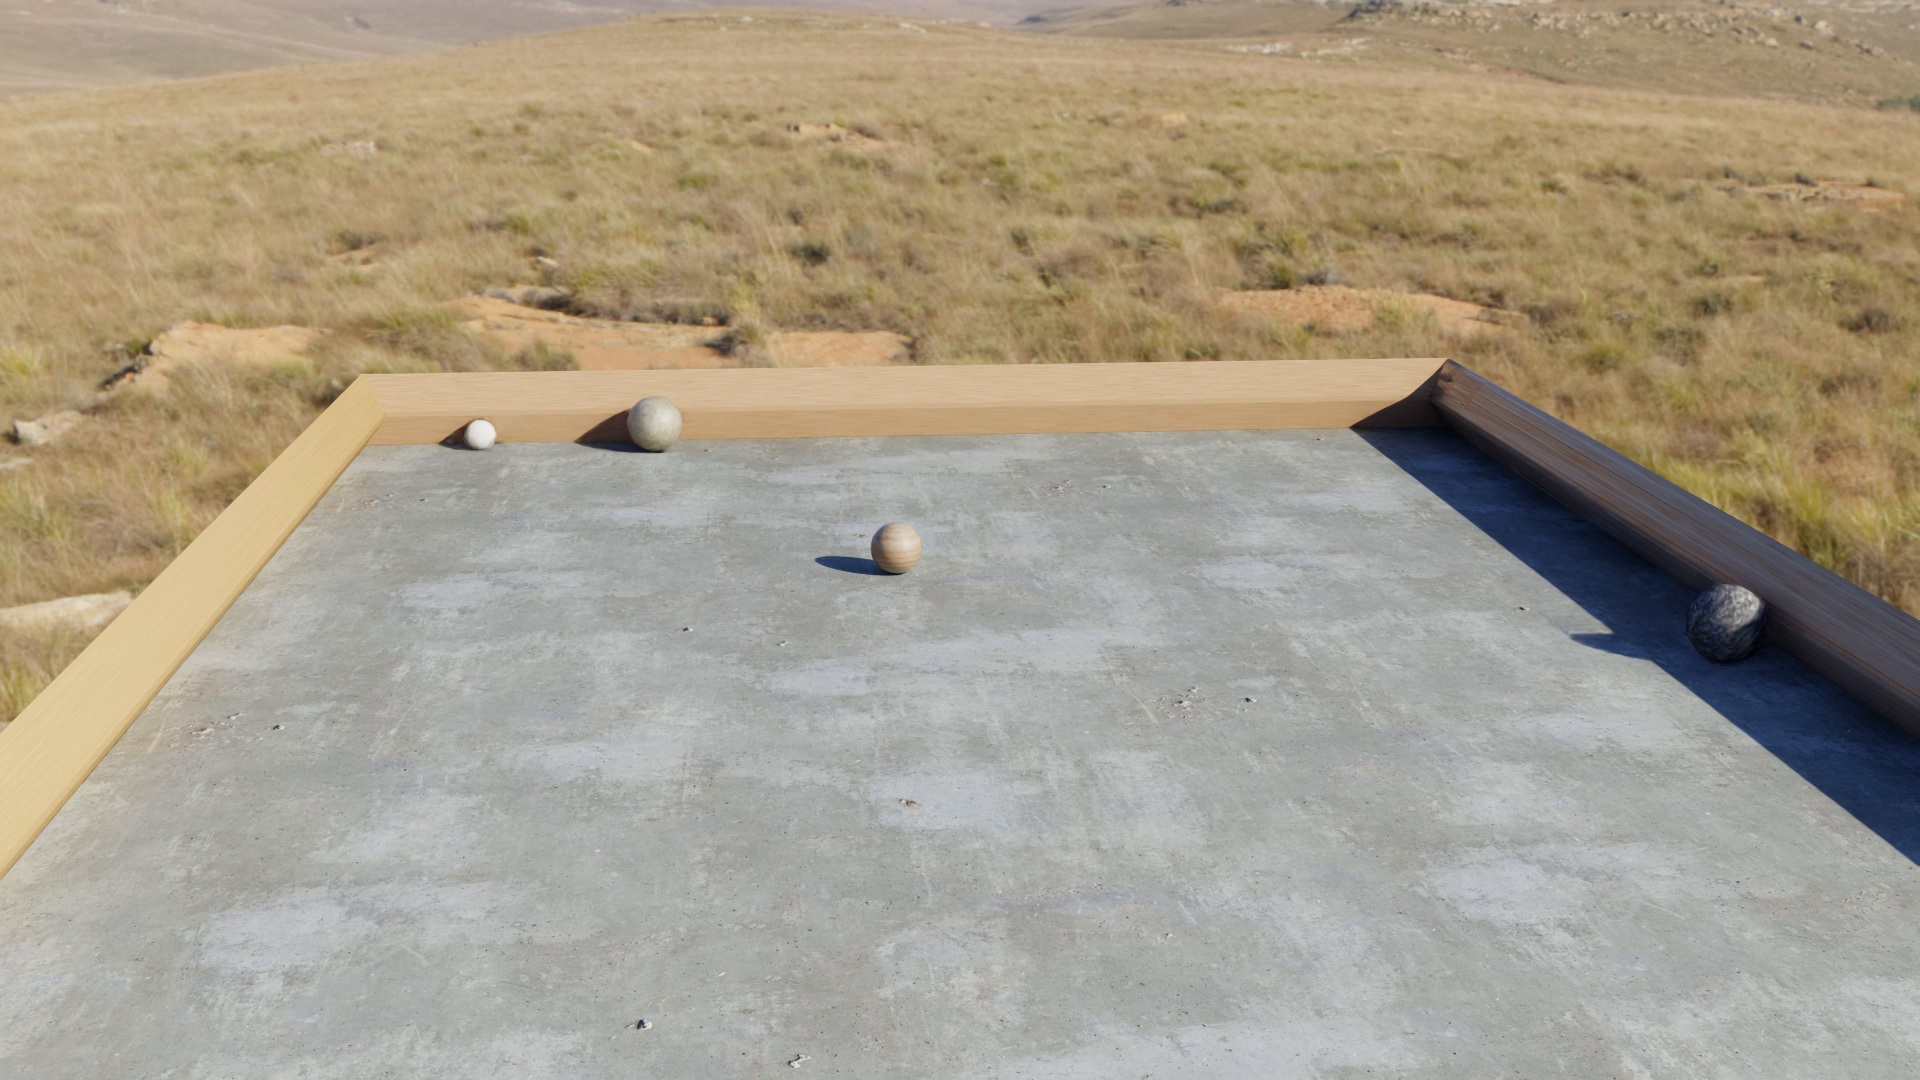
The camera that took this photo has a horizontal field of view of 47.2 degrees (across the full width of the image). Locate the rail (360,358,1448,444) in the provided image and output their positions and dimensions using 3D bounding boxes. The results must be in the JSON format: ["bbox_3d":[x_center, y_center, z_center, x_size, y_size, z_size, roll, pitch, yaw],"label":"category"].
[{"bbox_3d":[-0.071,-0.224,3.609,1.795,0.115,0.045,-1,14,-5],"label":"rail"}]

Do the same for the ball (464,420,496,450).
[{"bbox_3d":[-0.770,-0.169,3.529,0.048,0.048,0.048,0,14,0],"label":"ball"}]

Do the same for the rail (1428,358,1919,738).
[{"bbox_3d":[0.943,0.164,2.097,0.045,0.115,3.334,-1,14,-5],"label":"rail"}]

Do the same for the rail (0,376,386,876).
[{"bbox_3d":[-0.798,0.202,1.949,0.045,0.115,3.334,-1,14,-5],"label":"rail"}]

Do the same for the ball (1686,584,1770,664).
[{"bbox_3d":[0.848,0.093,2.431,0.088,0.088,0.088,0,14,0],"label":"ball"}]

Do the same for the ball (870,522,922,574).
[{"bbox_3d":[-0.081,0.010,2.798,0.066,0.066,0.066,0,14,0],"label":"ball"}]

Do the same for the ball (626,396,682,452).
[{"bbox_3d":[-0.488,-0.185,3.513,0.089,0.089,0.089,0,14,0],"label":"ball"}]
